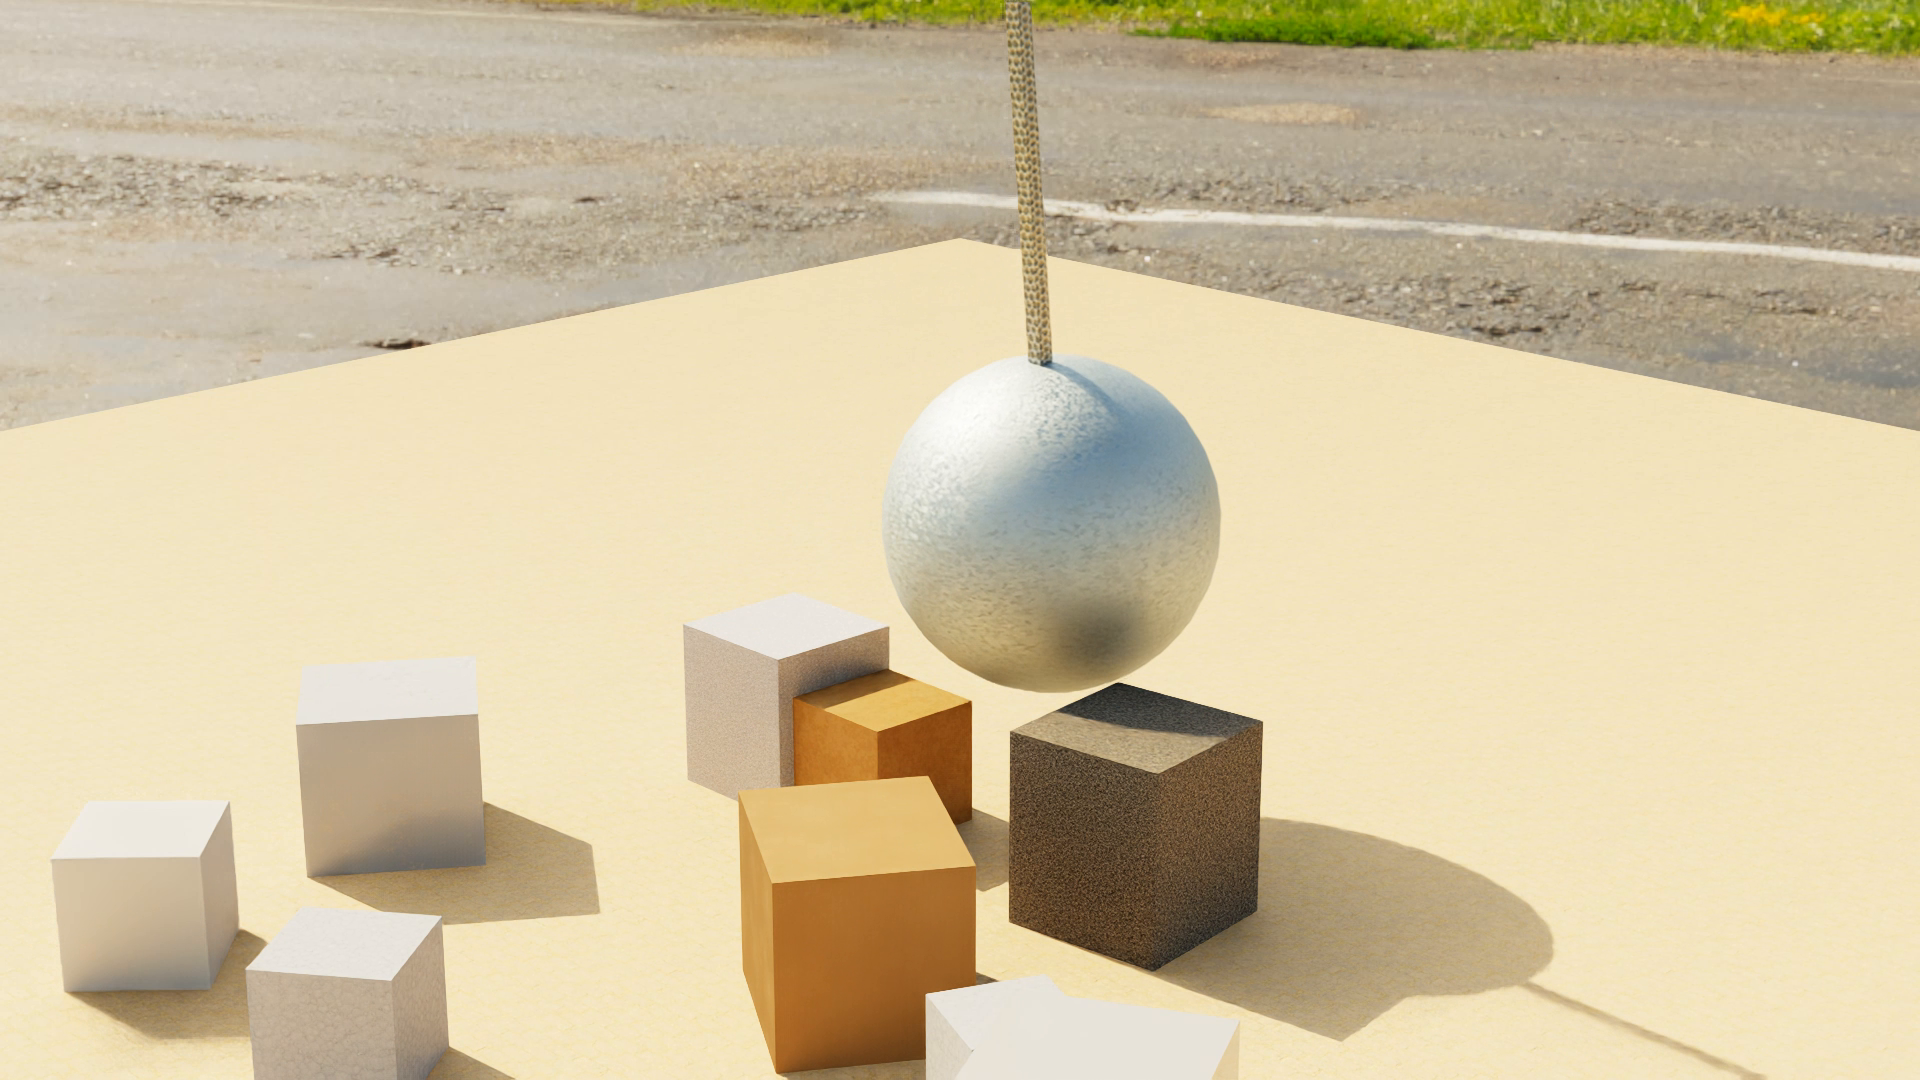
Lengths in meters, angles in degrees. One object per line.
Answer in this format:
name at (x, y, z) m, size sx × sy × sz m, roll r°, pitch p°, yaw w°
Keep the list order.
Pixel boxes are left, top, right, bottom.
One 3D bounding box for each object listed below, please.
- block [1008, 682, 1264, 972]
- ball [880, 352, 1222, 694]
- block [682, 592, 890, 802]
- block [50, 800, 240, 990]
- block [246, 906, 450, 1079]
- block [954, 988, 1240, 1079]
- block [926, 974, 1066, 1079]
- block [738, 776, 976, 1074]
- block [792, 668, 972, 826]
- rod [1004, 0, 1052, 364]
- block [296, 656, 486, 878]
block at (0.770, 1.241, 12.886) m, size 0.785 × 0.906 × 0.794 m, roll 14°, pitch 22°, yaw 37°
ball at (0.427, -0.080, 13.764) m, size 1.600 × 1.600 × 1.600 m, roll 0°, pitch 17°, yaw 0°
block at (-0.848, 0.804, 14.421) m, size 0.712 × 0.819 × 0.715 m, roll -16°, pitch 23°, yaw -41°
block at (-3.468, 1.512, 12.525) m, size 0.612 × 0.603 × 0.612 m, roll -1°, pitch 17°, yaw -2°
block at (-2.397, 1.843, 11.525) m, size 0.583 × 0.573 × 0.587 m, roll 3°, pitch 18°, yaw 9°
block at (0.457, 2.160, 10.048) m, size 0.817 × 0.854 × 0.851 m, roll 5°, pitch 18°, yaw 17°
block at (0.185, 2.017, 11.006) m, size 0.489 × 0.552 × 0.483 m, roll -6°, pitch 19°, yaw -20°
block at (-0.433, 1.557, 12.020) m, size 0.810 × 0.822 × 0.960 m, roll -4°, pitch 18°, yaw -11°
block at (-0.368, 1.045, 14.004) m, size 0.597 × 0.608 × 0.611 m, roll -15°, pitch 23°, yaw -40°
rod at (0.185, -3.235, 12.519) m, size 0.080 × 5.200 × 0.080 m, roll 17°, pitch 30°, yaw 42°
block at (-2.658, 1.051, 13.751) m, size 0.812 × 0.748 × 0.790 m, roll -3°, pitch 18°, yaw -9°
